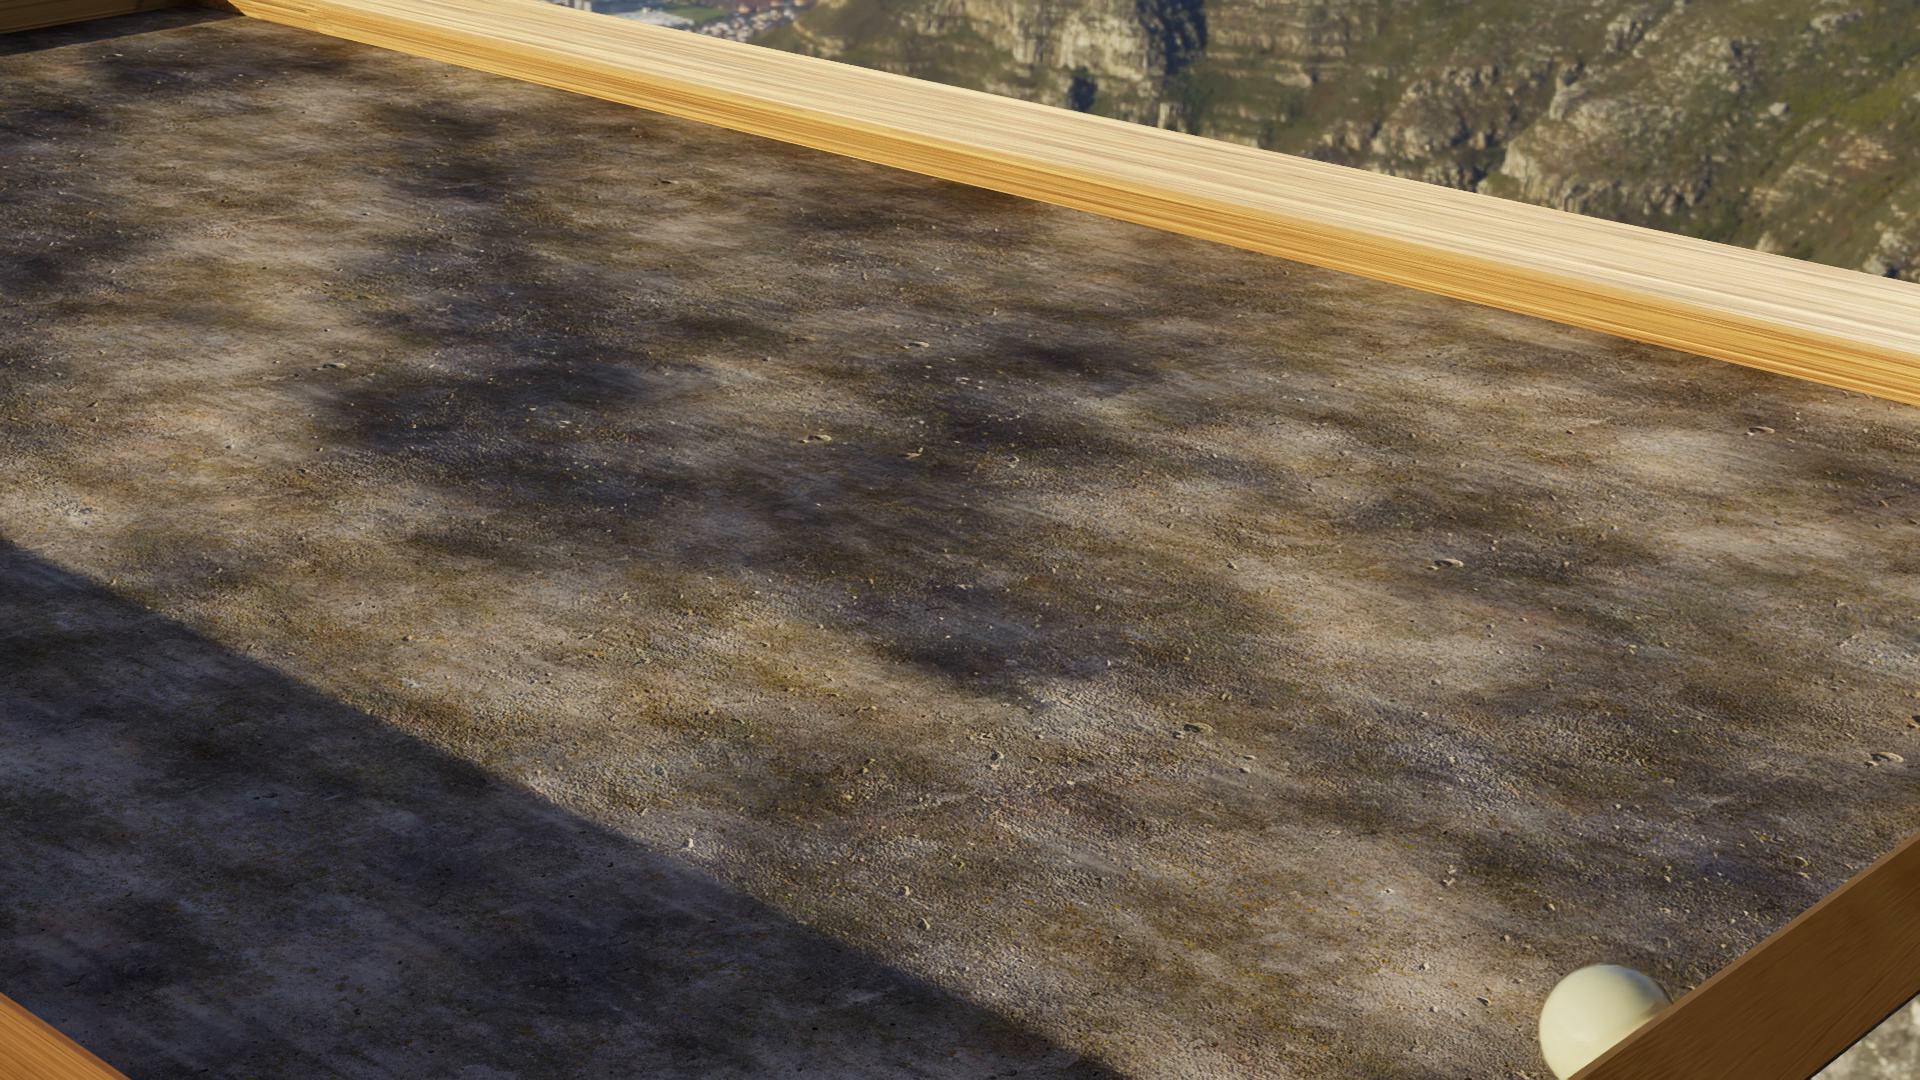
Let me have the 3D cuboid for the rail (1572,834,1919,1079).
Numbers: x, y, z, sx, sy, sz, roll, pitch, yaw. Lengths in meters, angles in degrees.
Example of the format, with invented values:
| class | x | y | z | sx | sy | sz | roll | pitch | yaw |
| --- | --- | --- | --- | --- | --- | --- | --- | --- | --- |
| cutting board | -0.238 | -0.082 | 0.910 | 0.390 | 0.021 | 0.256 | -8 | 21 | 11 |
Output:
| class | x | y | z | sx | sy | sz | roll | pitch | yaw |
| --- | --- | --- | --- | --- | --- | --- | --- | --- | --- |
| rail | 0.675 | 0.212 | 1.996 | 0.045 | 0.128 | 2.128 | 19 | 28 | 40 |

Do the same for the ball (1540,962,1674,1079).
| class | x | y | z | sx | sy | sz | roll | pitch | yaw |
| --- | --- | --- | --- | --- | --- | --- | --- | --- | --- |
| ball | 0.402 | 0.304 | 1.819 | 0.086 | 0.086 | 0.086 | 0 | 21 | 0 |

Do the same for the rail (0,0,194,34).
| class | x | y | z | sx | sy | sz | roll | pitch | yaw |
| --- | --- | --- | --- | --- | --- | --- | --- | --- | --- |
| rail | -2.060 | -0.720 | 4.408 | 0.045 | 0.128 | 2.128 | 19 | 28 | 40 |

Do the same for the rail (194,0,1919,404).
| class | x | y | z | sx | sy | sz | roll | pitch | yaw |
| --- | --- | --- | --- | --- | --- | --- | --- | --- | --- |
| rail | 0.022 | -0.526 | 3.907 | 3.811 | 0.128 | 0.045 | 19 | 28 | 40 |

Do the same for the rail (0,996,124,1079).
| class | x | y | z | sx | sy | sz | roll | pitch | yaw |
| --- | --- | --- | --- | --- | --- | --- | --- | --- | --- |
| rail | -1.407 | 0.019 | 2.497 | 3.811 | 0.128 | 0.045 | 19 | 28 | 40 |
